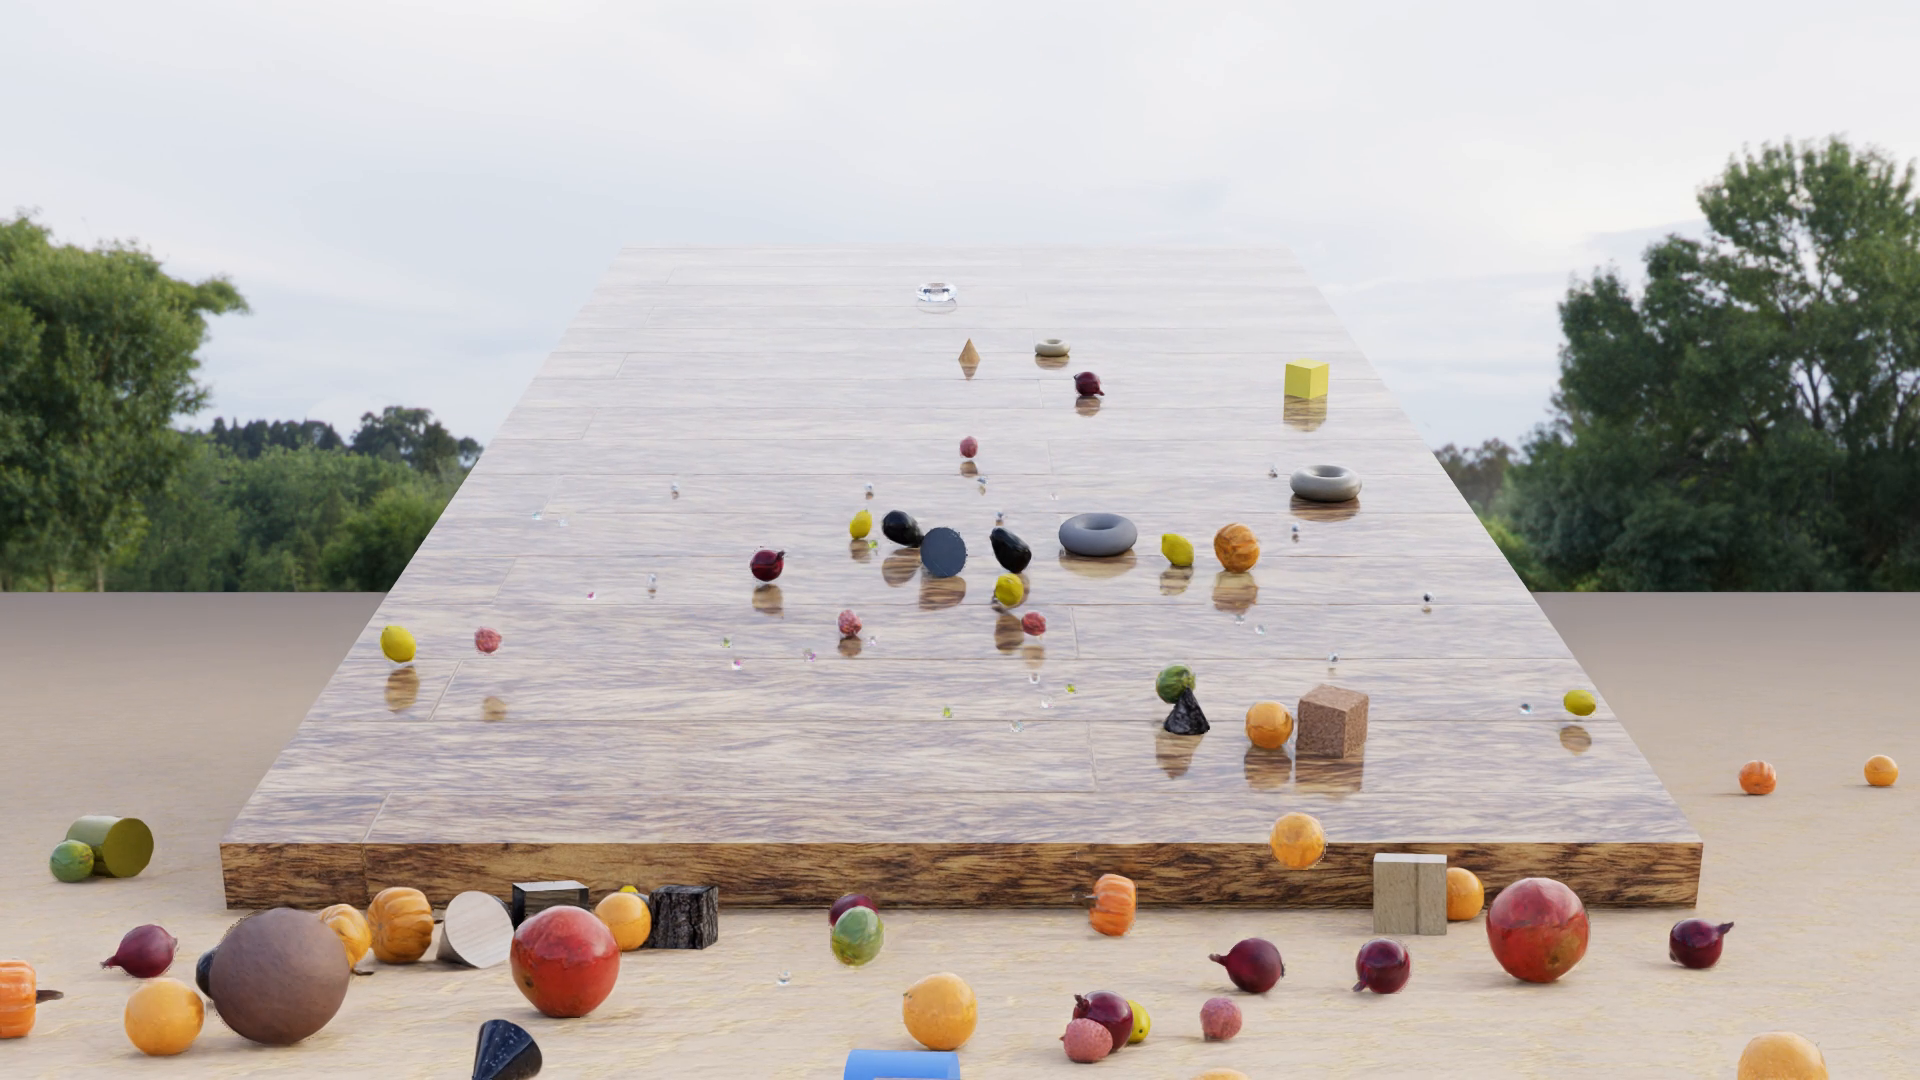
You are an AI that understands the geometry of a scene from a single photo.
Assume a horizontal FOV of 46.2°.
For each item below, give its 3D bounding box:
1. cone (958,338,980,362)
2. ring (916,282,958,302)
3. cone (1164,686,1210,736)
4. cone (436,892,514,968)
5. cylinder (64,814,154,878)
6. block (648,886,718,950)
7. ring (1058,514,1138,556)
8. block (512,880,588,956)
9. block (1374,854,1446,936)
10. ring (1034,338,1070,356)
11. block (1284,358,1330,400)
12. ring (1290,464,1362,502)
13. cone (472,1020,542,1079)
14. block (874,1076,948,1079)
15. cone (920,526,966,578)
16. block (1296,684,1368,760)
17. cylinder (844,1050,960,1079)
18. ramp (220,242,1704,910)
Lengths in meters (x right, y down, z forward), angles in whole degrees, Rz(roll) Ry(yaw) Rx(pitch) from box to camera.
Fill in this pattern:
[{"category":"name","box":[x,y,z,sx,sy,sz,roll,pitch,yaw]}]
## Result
[{"category":"cone","box":[0.023,-0.465,5.477,0.056,0.056,0.056,0,19,0]},{"category":"ring","box":[-0.063,-0.672,6.102,0.112,0.037,0.112,-1,19,0]},{"category":"cone","box":[0.342,0.249,3.389,0.070,0.070,0.070,0,19,0]},{"category":"cone","box":[-0.588,0.473,2.637,0.094,0.094,0.094,-34,-22,34]},{"category":"cylinder","box":[-1.292,0.464,3.419,0.091,0.091,0.091,-1,-1,32]},{"category":"block","box":[-0.339,0.463,2.765,0.068,0.068,0.068,0,-1,9]},{"category":"ring","box":[0.255,-0.010,4.173,0.146,0.049,0.146,-1,20,0]},{"category":"block","box":[-0.497,0.458,2.731,0.077,0.077,0.077,0,-1,-23]},{"category":"block","box":[0.579,0.454,2.893,0.090,0.090,0.090,0,-1,12]},{"category":"ring","box":[0.227,-0.473,5.540,0.090,0.030,0.090,-1,20,0]},{"category":"block","box":[0.798,-0.372,5.186,0.071,0.071,0.071,18,26,41]},{"category":"ring","box":[0.727,-0.114,4.477,0.143,0.048,0.143,1,18,0]},{"category":"cone","box":[-0.411,0.465,1.967,0.066,0.066,0.066,0,26,23]},{"category":"block","box":[-0.035,0.440,1.665,0.069,0.069,0.069,0,-1,9]},{"category":"cone","box":[-0.050,0.030,4.066,0.093,0.093,0.093,1,-10,-27]},{"category":"block","box":[0.550,0.267,3.329,0.076,0.076,0.076,13,23,32]},{"category":"cylinder","box":[-0.045,0.436,1.742,0.080,0.080,0.080,0,-1,9]},{"category":"ramp","box":[-0.004,-0.198,4.942,2.000,0.100,4.000,0,19,0]}]
